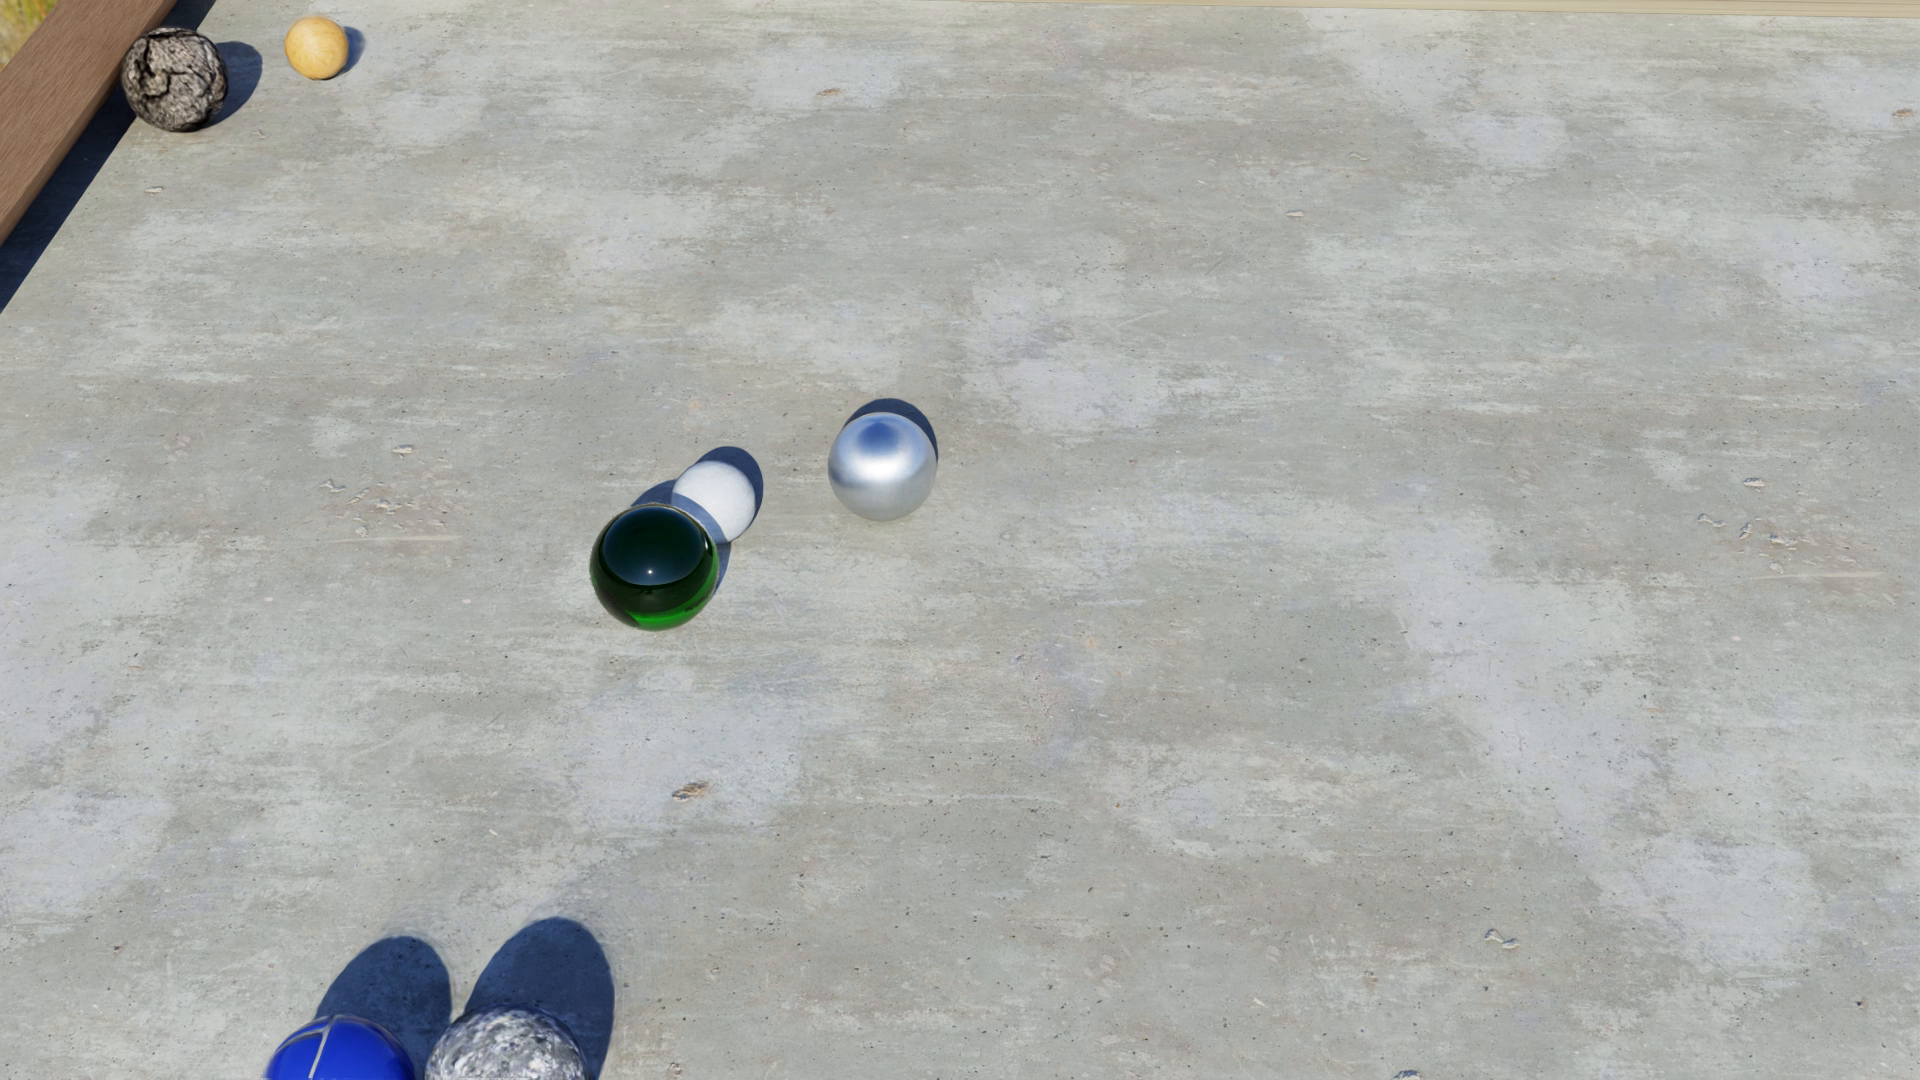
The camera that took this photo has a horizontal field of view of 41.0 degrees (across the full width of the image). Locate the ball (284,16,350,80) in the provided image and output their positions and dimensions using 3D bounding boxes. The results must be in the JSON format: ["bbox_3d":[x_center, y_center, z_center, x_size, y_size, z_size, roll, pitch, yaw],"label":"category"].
[{"bbox_3d":[-0.609,-0.466,2.428,0.060,0.060,0.060,0,35,0],"label":"ball"}]

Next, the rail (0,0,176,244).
[{"bbox_3d":[-0.811,-0.039,1.770,0.045,0.123,1.997,1,35,2],"label":"rail"}]

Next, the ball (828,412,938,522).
[{"bbox_3d":[-0.056,-0.052,1.829,0.078,0.078,0.078,0,35,0],"label":"ball"}]

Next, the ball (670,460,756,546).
[{"bbox_3d":[-0.174,-0.026,1.808,0.060,0.060,0.060,0,35,0],"label":"ball"}]

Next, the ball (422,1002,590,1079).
[{"bbox_3d":[-0.238,0.286,1.346,0.086,0.086,0.086,0,35,0],"label":"ball"}]

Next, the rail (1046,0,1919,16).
[{"bbox_3d":[0.878,-0.560,2.505,3.342,0.123,0.045,1,35,2],"label":"rail"}]

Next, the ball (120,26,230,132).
[{"bbox_3d":[-0.713,-0.418,2.331,0.095,0.095,0.095,0,35,0],"label":"ball"}]

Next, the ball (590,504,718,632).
[{"bbox_3d":[-0.205,0.018,1.722,0.086,0.086,0.086,0,35,0],"label":"ball"}]

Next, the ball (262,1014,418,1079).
[{"bbox_3d":[-0.325,0.290,1.346,0.080,0.080,0.080,0,35,0],"label":"ball"}]
